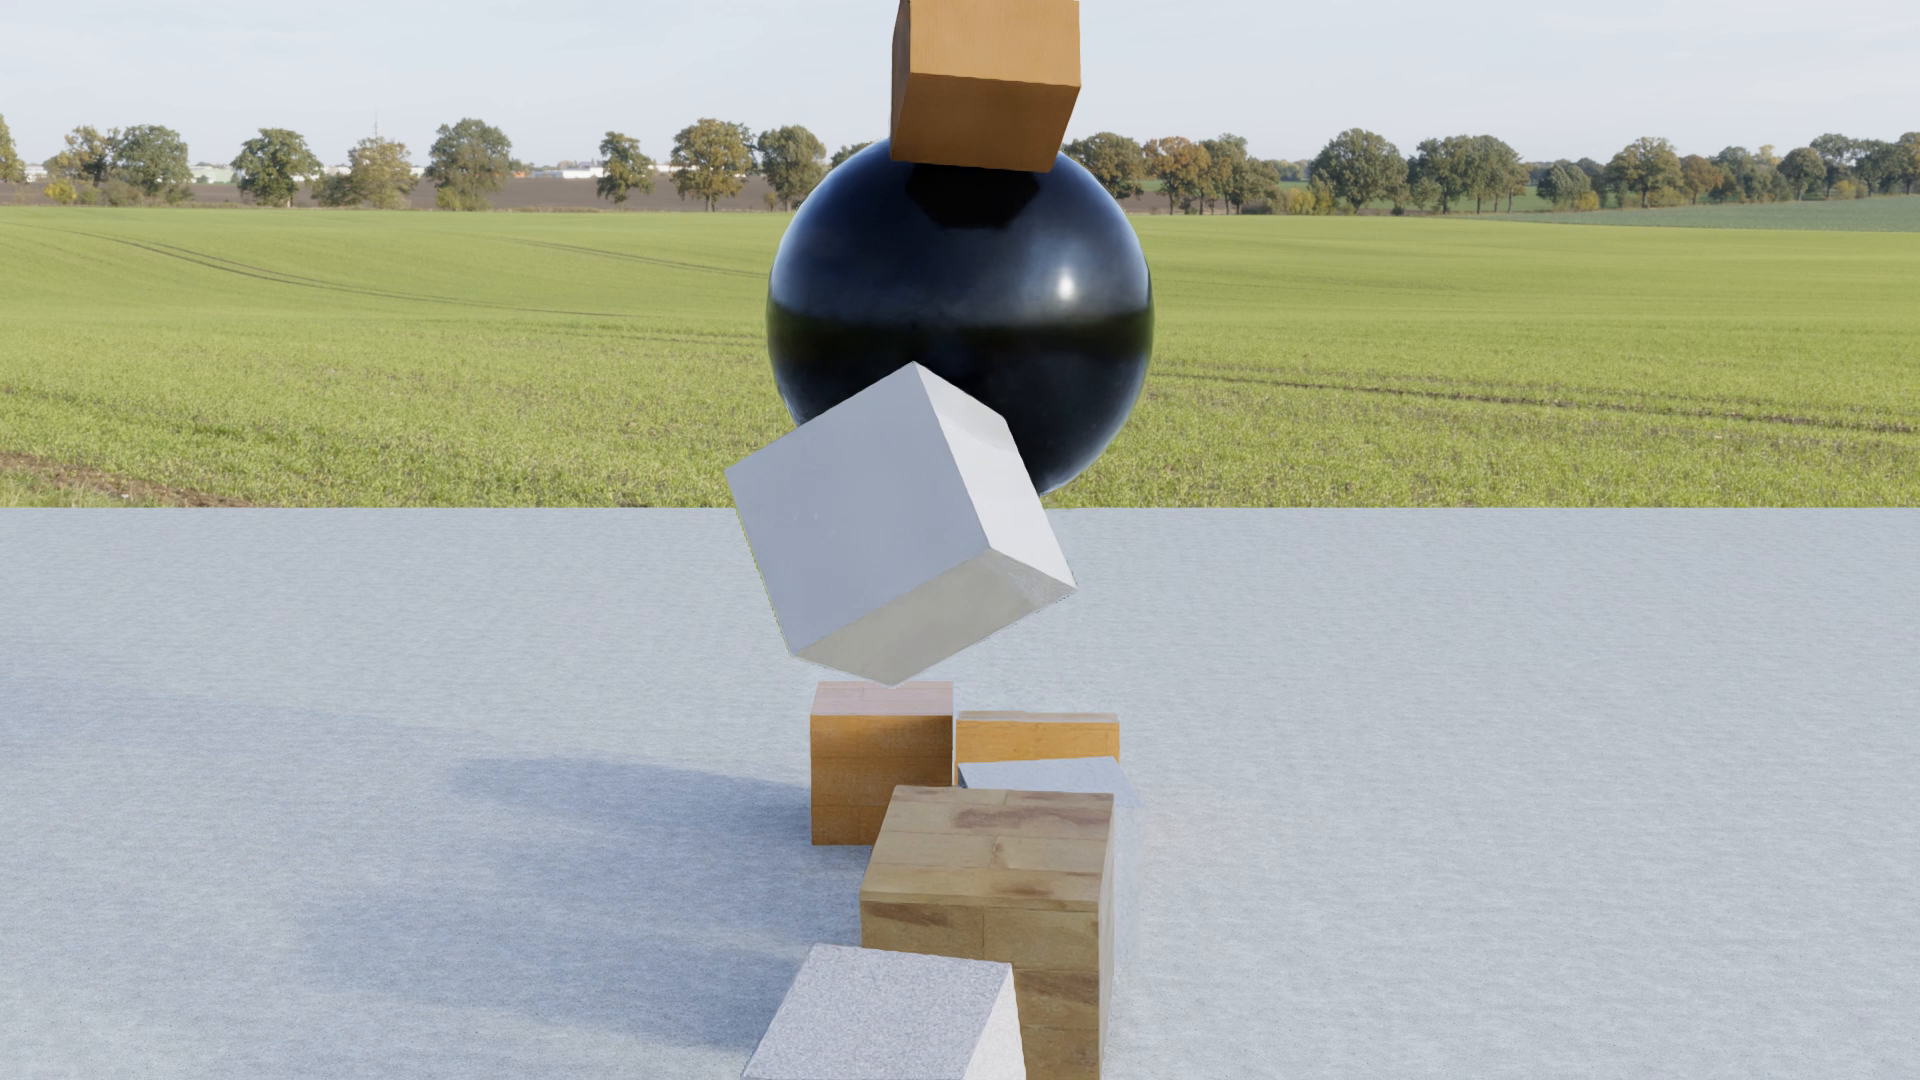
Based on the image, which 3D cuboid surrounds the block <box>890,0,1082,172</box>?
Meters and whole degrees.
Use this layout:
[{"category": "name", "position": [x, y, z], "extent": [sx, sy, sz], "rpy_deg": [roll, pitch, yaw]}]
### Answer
[{"category": "block", "position": [0.085, -1.791, 8.229], "extent": [0.619, 0.547, 0.601], "rpy_deg": [3, -22, -8]}]

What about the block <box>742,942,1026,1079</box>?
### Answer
[{"category": "block", "position": [-0.214, 1.817, 7.117], "extent": [0.685, 0.695, 0.651], "rpy_deg": [3, 30, 18]}]

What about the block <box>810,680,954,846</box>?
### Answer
[{"category": "block", "position": [-0.393, 1.144, 11.380], "extent": [0.711, 0.678, 0.701], "rpy_deg": [0, 10, 0]}]

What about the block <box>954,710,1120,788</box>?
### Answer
[{"category": "block", "position": [0.378, 1.203, 10.712], "extent": [0.775, 0.685, 0.681], "rpy_deg": [1, 0, 3]}]

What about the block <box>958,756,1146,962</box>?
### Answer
[{"category": "block", "position": [0.381, 1.409, 9.653], "extent": [0.711, 0.716, 0.587], "rpy_deg": [-2, 17, -9]}]

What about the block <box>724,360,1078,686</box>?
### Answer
[{"category": "block", "position": [-0.196, -0.033, 7.541], "extent": [0.770, 0.706, 0.760], "rpy_deg": [-29, -21, 17]}]

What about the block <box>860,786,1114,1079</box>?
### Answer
[{"category": "block", "position": [0.131, 1.522, 8.535], "extent": [0.878, 0.807, 0.839], "rpy_deg": [1, 21, 8]}]

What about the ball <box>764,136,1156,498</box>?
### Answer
[{"category": "ball", "position": [0.000, -0.898, 9.019], "extent": [1.600, 1.600, 1.600], "rpy_deg": [0, 10, 0]}]
